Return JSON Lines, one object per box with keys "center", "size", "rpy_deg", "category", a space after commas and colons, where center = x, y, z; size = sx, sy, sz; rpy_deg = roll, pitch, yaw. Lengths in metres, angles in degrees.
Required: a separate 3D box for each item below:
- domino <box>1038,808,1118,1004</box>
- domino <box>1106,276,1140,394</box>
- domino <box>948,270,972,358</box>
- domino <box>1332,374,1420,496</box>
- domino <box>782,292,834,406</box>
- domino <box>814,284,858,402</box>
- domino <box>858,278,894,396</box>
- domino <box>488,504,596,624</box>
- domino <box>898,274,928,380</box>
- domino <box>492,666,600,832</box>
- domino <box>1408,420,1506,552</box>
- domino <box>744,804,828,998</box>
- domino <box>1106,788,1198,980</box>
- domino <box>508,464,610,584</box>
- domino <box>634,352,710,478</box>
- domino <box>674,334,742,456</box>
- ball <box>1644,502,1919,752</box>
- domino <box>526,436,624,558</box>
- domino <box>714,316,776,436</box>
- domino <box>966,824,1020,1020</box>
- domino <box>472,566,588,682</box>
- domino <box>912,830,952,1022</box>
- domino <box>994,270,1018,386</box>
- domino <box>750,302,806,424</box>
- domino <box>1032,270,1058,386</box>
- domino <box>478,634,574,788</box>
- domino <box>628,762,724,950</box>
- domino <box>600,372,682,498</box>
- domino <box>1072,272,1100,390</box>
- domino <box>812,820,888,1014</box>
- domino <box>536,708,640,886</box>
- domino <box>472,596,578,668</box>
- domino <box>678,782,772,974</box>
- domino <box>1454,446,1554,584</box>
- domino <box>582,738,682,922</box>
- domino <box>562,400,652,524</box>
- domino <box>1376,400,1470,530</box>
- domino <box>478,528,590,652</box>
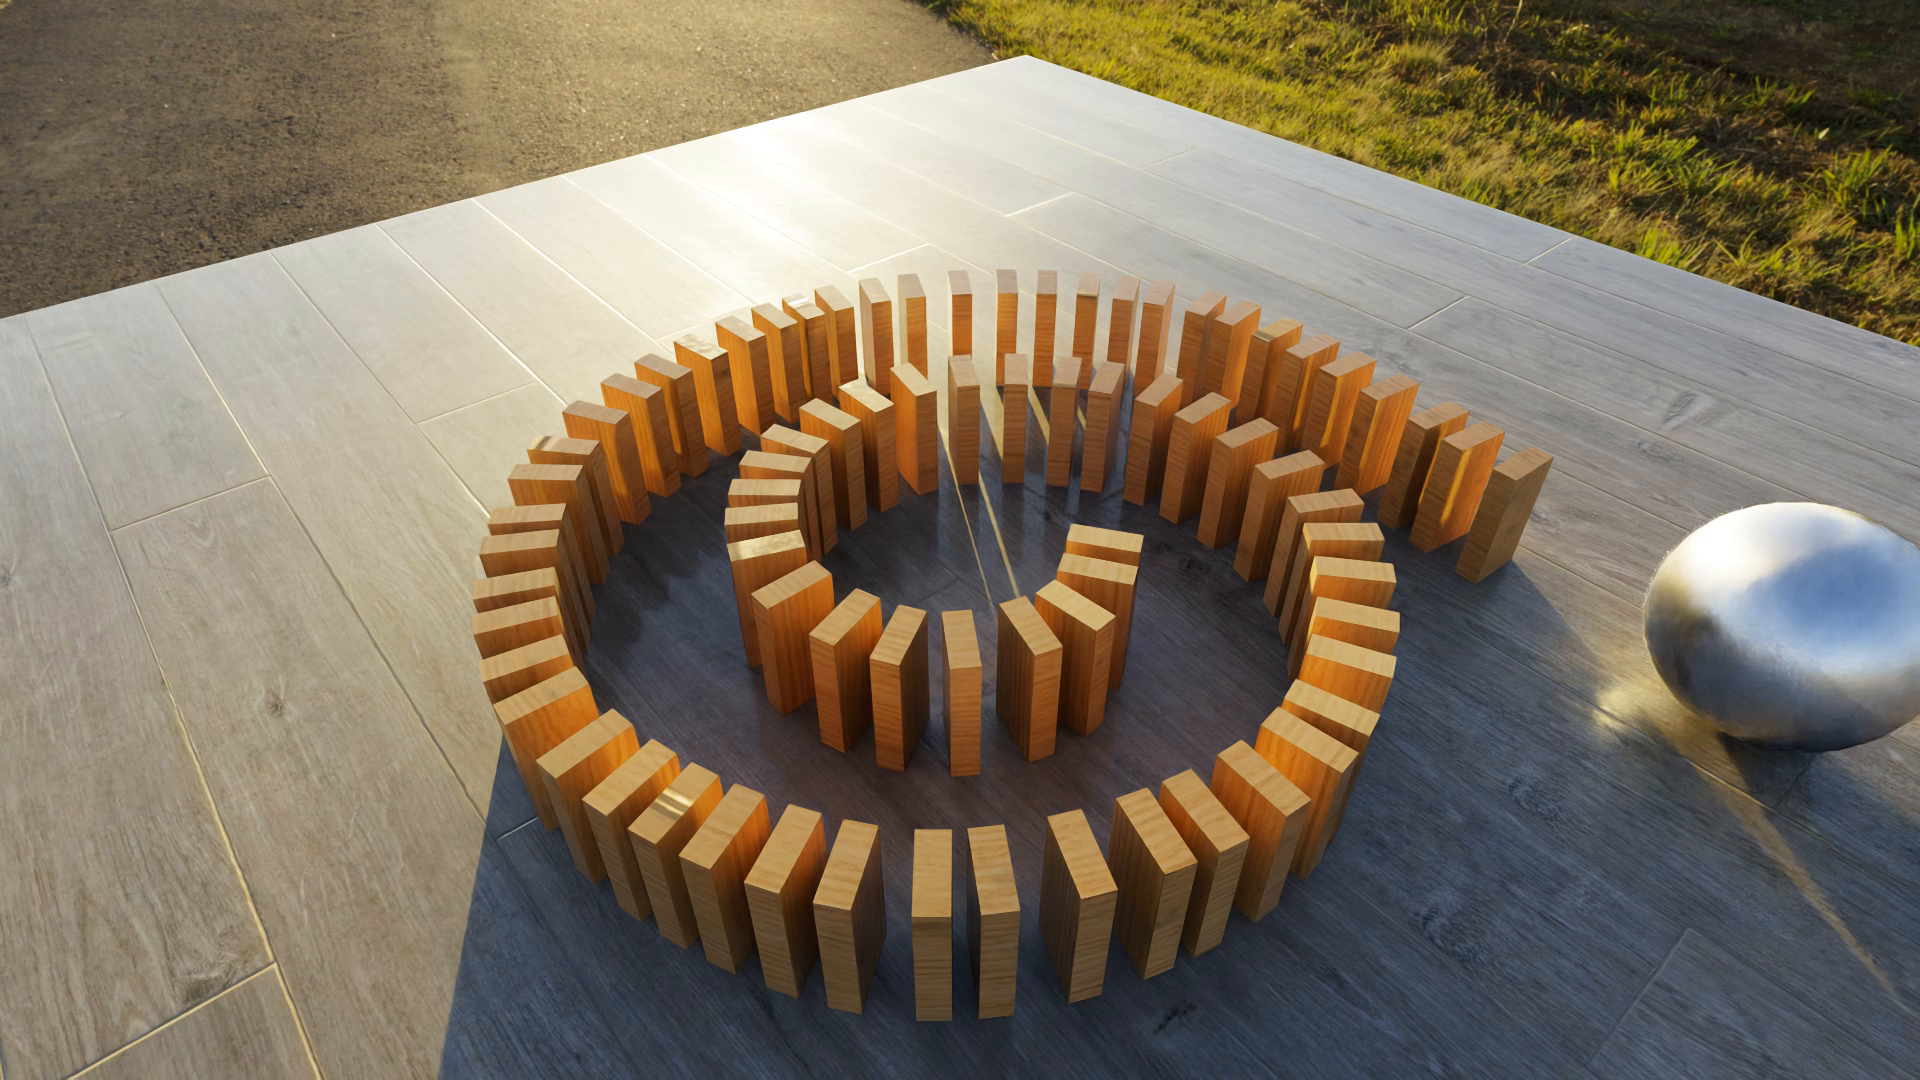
{"center": [0.031, 0.098, 0.292], "size": [0.010, 0.050, 0.025], "rpy_deg": [-10, 40, -12], "category": "domino"}
{"center": [0.078, -0.099, 0.533], "size": [0.009, 0.050, 0.025], "rpy_deg": [10, 40, 12], "category": "domino"}
{"center": [0.000, -0.103, 0.537], "size": [0.010, 0.050, 0.025], "rpy_deg": [-4, 39, -4], "category": "domino"}
{"center": [0.175, -0.043, 0.464], "size": [0.025, 0.050, 0.009], "rpy_deg": [-22, 44, -24], "category": "domino"}
{"center": [-0.072, -0.088, 0.519], "size": [0.009, 0.050, 0.025], "rpy_deg": [-23, 45, -26], "category": "domino"}
{"center": [-0.058, -0.093, 0.525], "size": [0.010, 0.050, 0.025], "rpy_deg": [-18, 43, -21], "category": "domino"}
{"center": [-0.040, -0.098, 0.531], "size": [0.009, 0.050, 0.025], "rpy_deg": [-12, 41, -14], "category": "domino"}
{"center": [-0.151, 0.010, 0.399], "size": [0.025, 0.050, 0.009], "rpy_deg": [-4, 39, -4], "category": "domino"}
{"center": [-0.023, -0.101, 0.534], "size": [0.010, 0.050, 0.025], "rpy_deg": [-8, 40, -9], "category": "domino"}
{"center": [-0.121, 0.064, 0.333], "size": [0.025, 0.050, 0.009], "rpy_deg": [-27, 46, -29], "category": "domino"}
{"center": [0.197, -0.021, 0.437], "size": [0.025, 0.050, 0.009], "rpy_deg": [-21, 44, -24], "category": "domino"}
{"center": [-0.044, 0.097, 0.293], "size": [0.010, 0.050, 0.025], "rpy_deg": [13, 41, 15], "category": "domino"}
{"center": [0.050, 0.093, 0.297], "size": [0.009, 0.050, 0.025], "rpy_deg": [-15, 42, -17], "category": "domino"}
{"center": [-0.152, -0.006, 0.418], "size": [0.025, 0.050, 0.010], "rpy_deg": [1, 39, 2], "category": "domino"}
{"center": [-0.125, -0.054, 0.477], "size": [0.025, 0.050, 0.010], "rpy_deg": [24, 45, 26], "category": "domino"}
{"center": [-0.112, -0.064, 0.490], "size": [0.025, 0.050, 0.010], "rpy_deg": [28, 47, 30], "category": "domino"}
{"center": [0.267, 0.028, 0.354], "size": [0.080, 0.080, 0.080], "rpy_deg": [0, 39, 0], "category": "ball"}
{"center": [-0.150, -0.017, 0.432], "size": [0.025, 0.050, 0.009], "rpy_deg": [6, 40, 7], "category": "domino"}
{"center": [-0.097, -0.074, 0.502], "size": [0.009, 0.050, 0.025], "rpy_deg": [-32, 49, -33], "category": "domino"}
{"center": [0.008, 0.101, 0.289], "size": [0.010, 0.050, 0.025], "rpy_deg": [-5, 40, -6], "category": "domino"}
{"center": [-0.144, 0.033, 0.371], "size": [0.025, 0.050, 0.009], "rpy_deg": [-10, 40, -12], "category": "domino"}
{"center": [-0.007, 0.101, 0.288], "size": [0.009, 0.050, 0.025], "rpy_deg": [0, 39, 0], "category": "domino"}
{"center": [0.022, -0.104, 0.538], "size": [0.010, 0.050, 0.025], "rpy_deg": [0, 39, 0], "category": "domino"}
{"center": [-0.084, -0.082, 0.512], "size": [0.009, 0.050, 0.025], "rpy_deg": [-27, 47, -29], "category": "domino"}
{"center": [0.041, -0.103, 0.537], "size": [0.010, 0.050, 0.025], "rpy_deg": [3, 39, 3], "category": "domino"}
{"center": [-0.131, 0.054, 0.345], "size": [0.025, 0.050, 0.010], "rpy_deg": [-19, 43, -22], "category": "domino"}
{"center": [-0.075, 0.088, 0.304], "size": [0.010, 0.050, 0.025], "rpy_deg": [20, 43, 22], "category": "domino"}
{"center": [-0.134, -0.044, 0.465], "size": [0.025, 0.050, 0.010], "rpy_deg": [20, 43, 22], "category": "domino"}
{"center": [0.061, -0.102, 0.536], "size": [0.010, 0.050, 0.025], "rpy_deg": [6, 40, 7], "category": "domino"}
{"center": [-0.028, 0.100, 0.290], "size": [0.009, 0.050, 0.025], "rpy_deg": [8, 40, 10], "category": "domino"}
{"center": [-0.104, 0.075, 0.320], "size": [0.010, 0.050, 0.025], "rpy_deg": [29, 47, 30], "category": "domino"}
{"center": [-0.139, 0.043, 0.359], "size": [0.025, 0.050, 0.010], "rpy_deg": [-13, 41, -16], "category": "domino"}
{"center": [-0.061, 0.092, 0.299], "size": [0.009, 0.050, 0.025], "rpy_deg": [16, 42, 19], "category": "domino"}
{"center": [0.209, -0.009, 0.423], "size": [0.025, 0.050, 0.009], "rpy_deg": [-26, 46, -28], "category": "domino"}
{"center": [-0.088, 0.083, 0.311], "size": [0.009, 0.050, 0.025], "rpy_deg": [23, 45, 26], "category": "domino"}
{"center": [-0.144, -0.031, 0.450], "size": [0.025, 0.050, 0.009], "rpy_deg": [14, 41, 16], "category": "domino"}
{"center": [0.188, -0.030, 0.448], "size": [0.025, 0.050, 0.009], "rpy_deg": [-21, 44, -24], "category": "domino"}
{"center": [-0.149, 0.020, 0.387], "size": [0.025, 0.050, 0.009], "rpy_deg": [-6, 40, -8], "category": "domino"}
